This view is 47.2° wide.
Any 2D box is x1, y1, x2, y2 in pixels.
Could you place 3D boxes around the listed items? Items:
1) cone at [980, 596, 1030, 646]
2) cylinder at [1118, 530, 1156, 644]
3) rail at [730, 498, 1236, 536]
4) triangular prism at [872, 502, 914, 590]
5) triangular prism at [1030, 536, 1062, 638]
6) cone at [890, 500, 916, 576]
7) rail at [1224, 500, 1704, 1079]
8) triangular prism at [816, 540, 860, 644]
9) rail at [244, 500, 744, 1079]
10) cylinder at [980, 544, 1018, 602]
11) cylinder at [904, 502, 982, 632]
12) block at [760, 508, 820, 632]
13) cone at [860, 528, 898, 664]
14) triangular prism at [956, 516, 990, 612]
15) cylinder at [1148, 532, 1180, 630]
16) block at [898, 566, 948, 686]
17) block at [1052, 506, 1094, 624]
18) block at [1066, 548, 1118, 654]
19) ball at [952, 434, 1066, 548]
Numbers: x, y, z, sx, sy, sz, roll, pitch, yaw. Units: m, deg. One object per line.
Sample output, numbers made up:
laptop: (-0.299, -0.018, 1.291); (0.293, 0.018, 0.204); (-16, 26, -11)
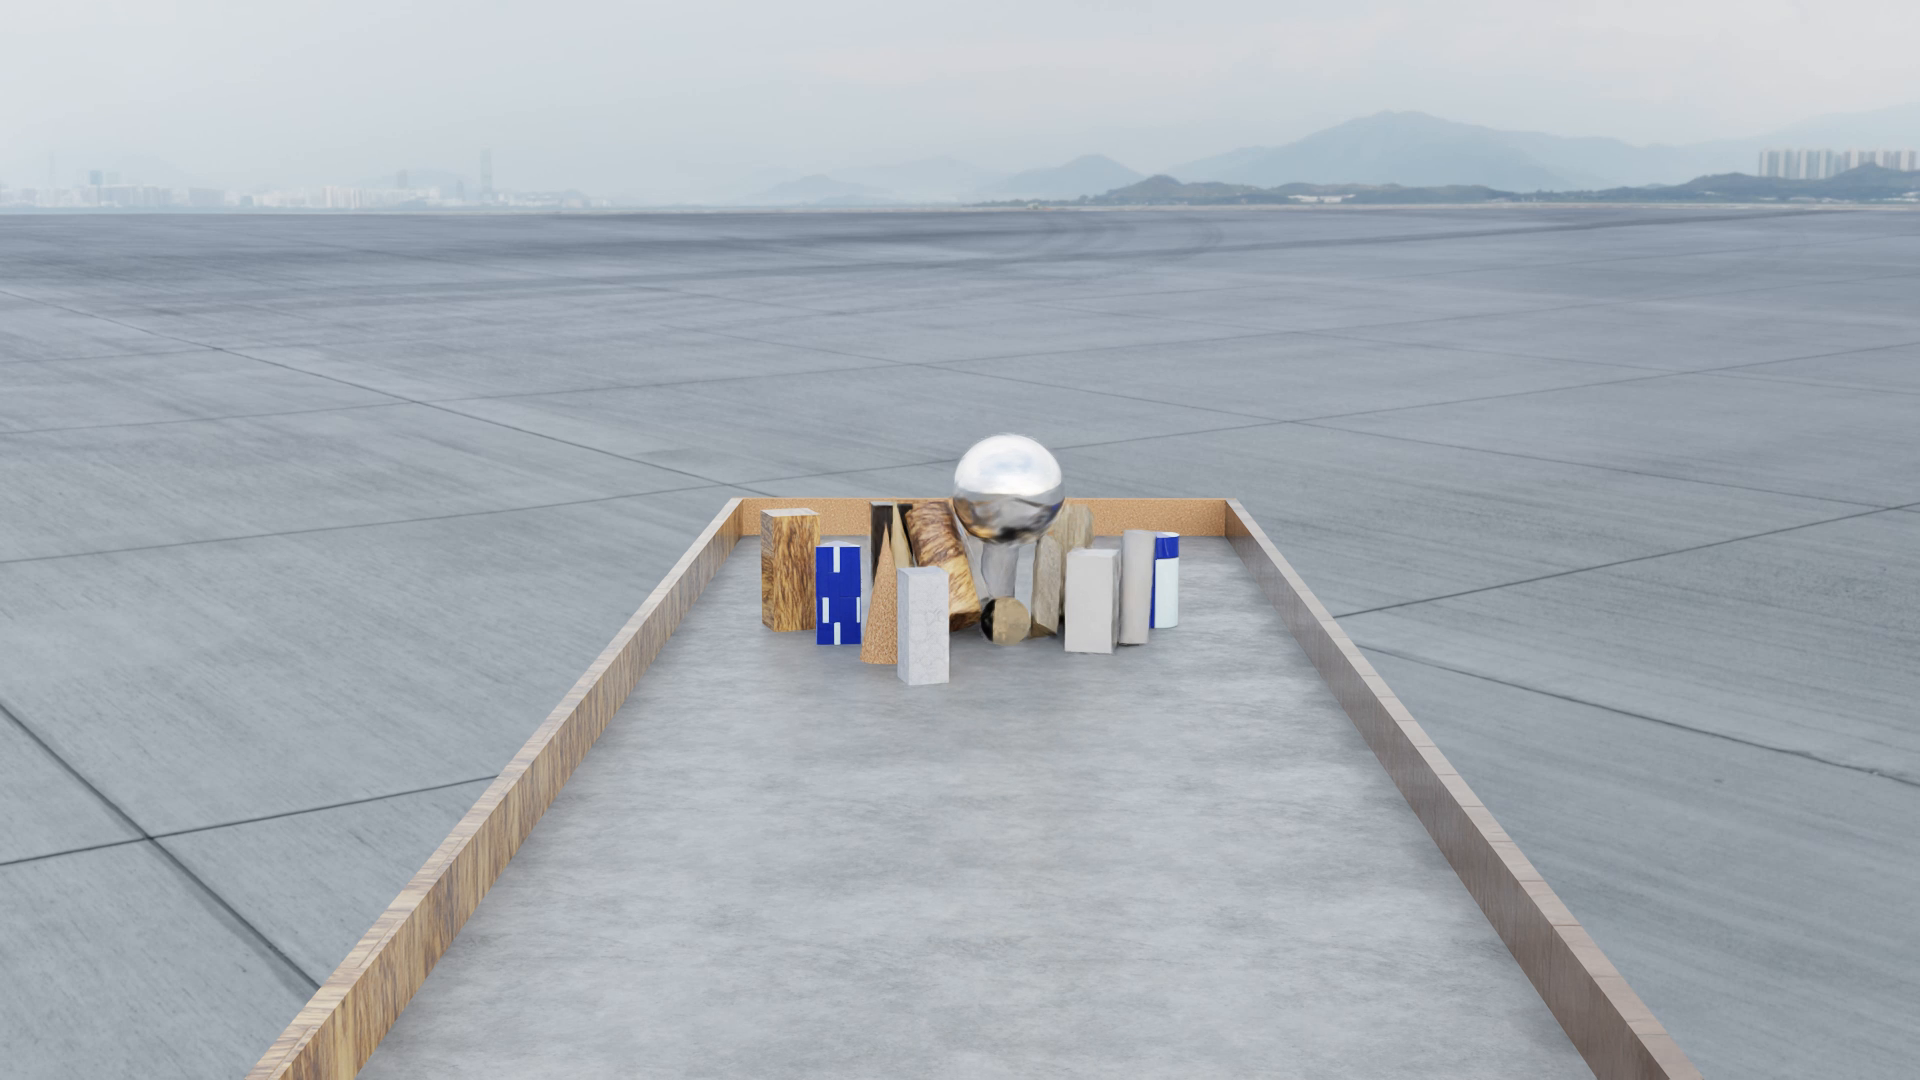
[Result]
cone: (0.170, 0.261, 7.116); (0.156, 0.156, 0.423); (1, -1, 8)
cylinder: (0.554, 0.148, 6.933); (0.102, 0.351, 0.102); (3, 6, 0)
rail: (0.099, -0.098, 9.147); (2.100, 0.150, 0.050); (0, 9, 1)
triangular prism: (-0.257, 0.072, 7.292); (0.156, 0.391, 0.135); (-3, 7, -36)
triangular prism: (0.265, 0.141, 7.086); (0.093, 0.081, 0.364); (-10, 49, 18)
cone: (-0.191, 0.065, 7.167); (0.150, 0.434, 0.150); (-6, 8, 1)
rail: (1.046, 0.843, 3.208); (0.050, 0.150, 12.000); (0, 9, 1)
triangular prism: (-0.387, 0.165, 6.972); (0.139, 0.312, 0.121); (-1, 9, -4)
rail: (-1.004, 0.839, 3.234); (0.050, 0.150, 12.000); (0, 9, 1)
cylinder: (0.128, 0.103, 7.325); (0.121, 0.307, 0.121); (6, 1, 0)
cylinder: (-0.054, 0.086, 7.129); (0.163, 0.394, 0.163); (-14, -21, -5)
block: (-0.554, 0.096, 7.196); (0.157, 0.378, 0.157); (-3, 10, -19)
cone: (-0.224, 0.156, 6.691); (0.166, 0.418, 0.166); (0, 9, 0)
triangular prism: (0.005, 0.089, 7.282); (0.148, 0.128, 0.345); (13, 43, -40)
cylinder: (0.651, 0.131, 7.217); (0.131, 0.302, 0.131); (0, 9, 0)
block: (-0.108, 0.248, 6.408); (0.120, 0.324, 0.120); (-3, 9, -18)
block: (0.361, 0.083, 7.249); (0.109, 0.373, 0.109); (1, -16, 18)
block: (0.412, 0.188, 6.849); (0.144, 0.303, 0.144); (2, 9, 12)
ball: (0.156, -0.157, 7.088); (0.369, 0.369, 0.369); (0, 9, 0)
